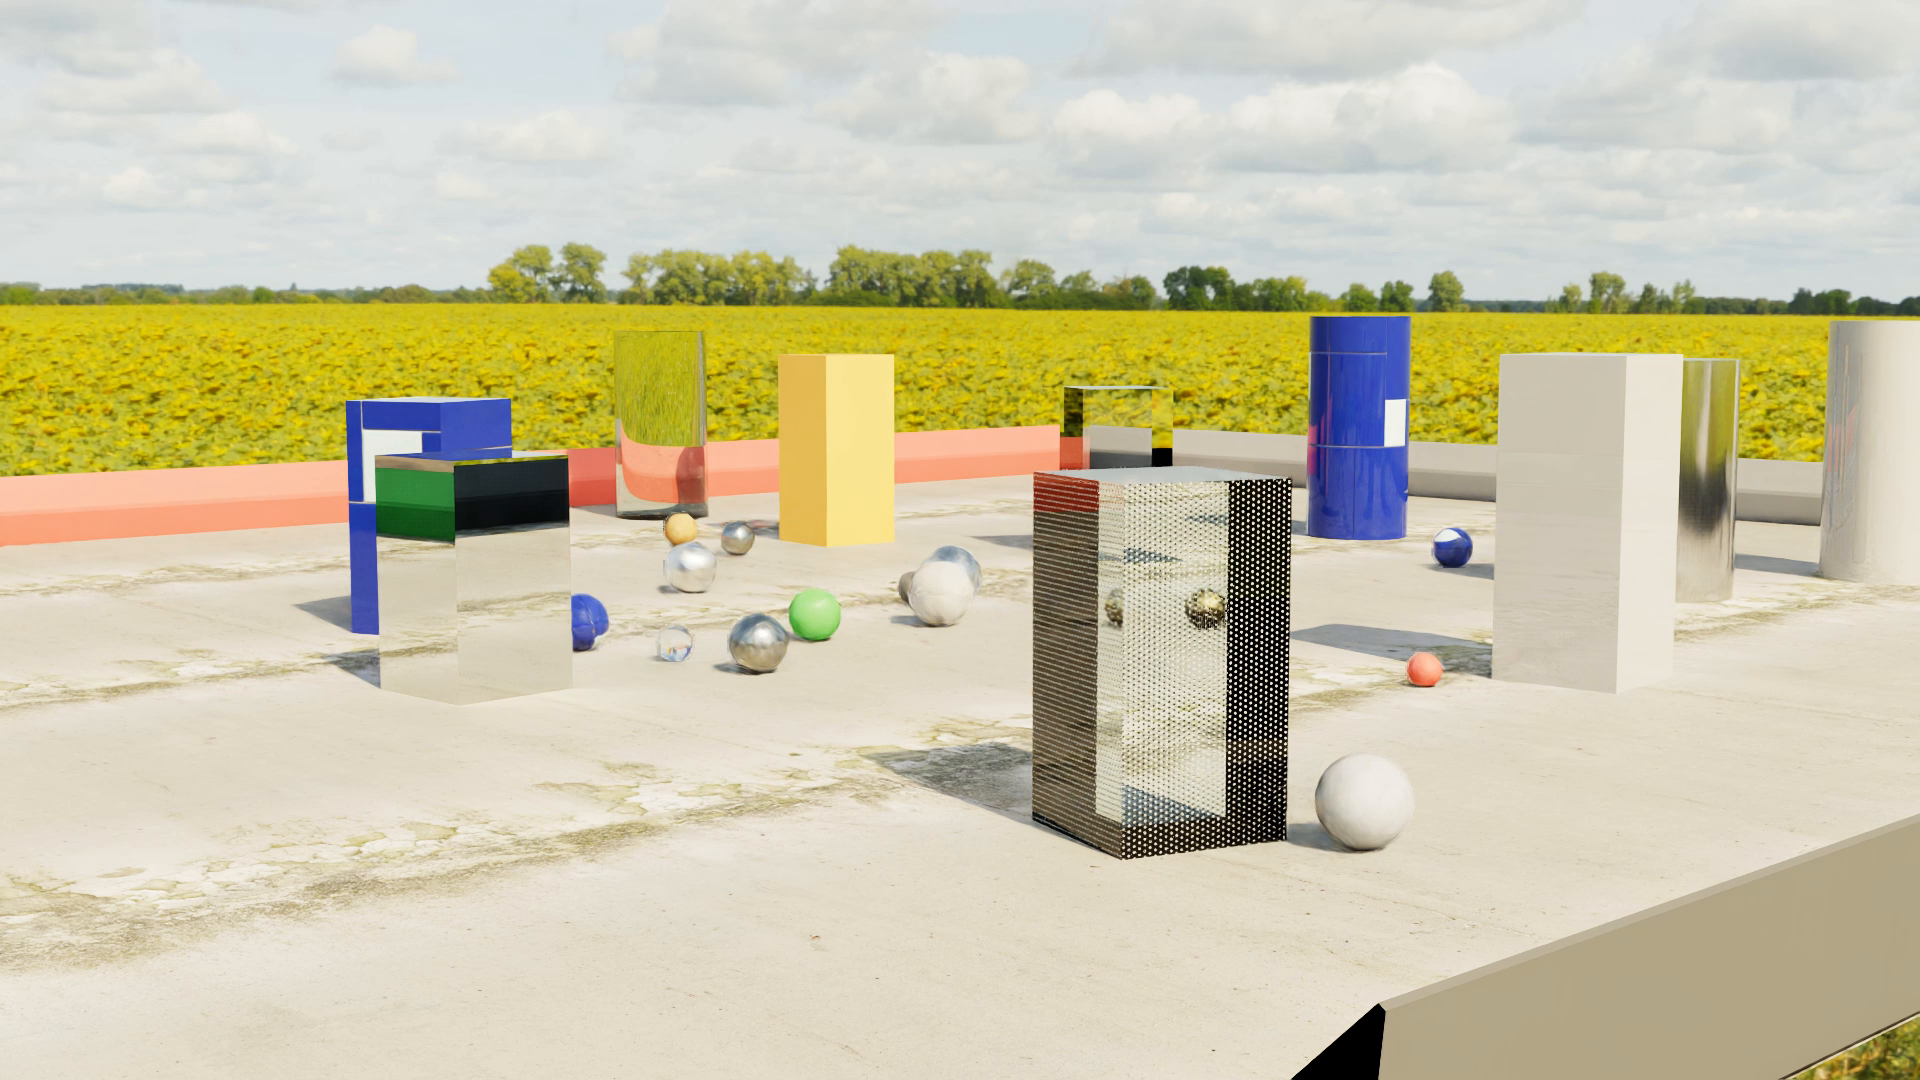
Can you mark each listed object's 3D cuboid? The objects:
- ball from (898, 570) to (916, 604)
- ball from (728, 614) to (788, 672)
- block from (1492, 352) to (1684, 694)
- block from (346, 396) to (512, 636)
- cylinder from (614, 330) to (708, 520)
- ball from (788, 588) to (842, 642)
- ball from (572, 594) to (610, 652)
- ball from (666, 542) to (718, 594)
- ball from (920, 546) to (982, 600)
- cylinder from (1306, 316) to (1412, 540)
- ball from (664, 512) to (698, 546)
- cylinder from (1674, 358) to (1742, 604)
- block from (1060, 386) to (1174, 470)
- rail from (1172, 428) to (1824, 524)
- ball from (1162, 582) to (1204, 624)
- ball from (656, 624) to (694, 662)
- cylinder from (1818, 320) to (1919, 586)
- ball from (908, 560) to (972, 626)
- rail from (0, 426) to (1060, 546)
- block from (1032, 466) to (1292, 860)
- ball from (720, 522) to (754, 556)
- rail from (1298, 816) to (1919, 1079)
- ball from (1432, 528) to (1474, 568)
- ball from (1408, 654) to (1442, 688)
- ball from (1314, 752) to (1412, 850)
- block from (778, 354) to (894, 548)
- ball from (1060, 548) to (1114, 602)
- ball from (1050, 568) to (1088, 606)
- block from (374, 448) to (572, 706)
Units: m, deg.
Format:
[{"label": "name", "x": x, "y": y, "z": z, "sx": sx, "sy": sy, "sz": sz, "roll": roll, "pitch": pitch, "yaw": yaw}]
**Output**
[{"label": "ball", "x": -0.069, "y": 0.072, "z": 3.341, "sx": 0.052, "sy": 0.052, "sz": 0.052, "roll": 0, "pitch": 6, "yaw": 0}, {"label": "ball", "x": -0.249, "y": 0.127, "z": 2.714, "sx": 0.073, "sy": 0.073, "sz": 0.073, "roll": 0, "pitch": 6, "yaw": 0}, {"label": "block", "x": 0.757, "y": -0.027, "z": 2.657, "sx": 0.159, "sy": 0.393, "sz": 0.159, "roll": 5, "pitch": 8, "yaw": 41}, {"label": "block", "x": -0.737, "y": -0.035, "z": 3.070, "sx": 0.159, "sy": 0.322, "sz": 0.159, "roll": 3, "pitch": 7, "yaw": 24}, {"label": "cylinder", "x": -0.647, "y": -0.251, "z": 4.761, "sx": 0.199, "sy": 0.401, "sz": 0.199, "roll": 0, "pitch": 6, "yaw": 0}, {"label": "ball", "x": -0.196, "y": 0.101, "z": 2.974, "sx": 0.072, "sy": 0.072, "sz": 0.072, "roll": 0, "pitch": 6, "yaw": 0}, {"label": "ball", "x": -0.498, "y": 0.108, "z": 2.887, "sx": 0.076, "sy": 0.076, "sz": 0.076, "roll": 0, "pitch": 6, "yaw": 0}, {"label": "ball", "x": -0.426, "y": 0.043, "z": 3.482, "sx": 0.082, "sy": 0.082, "sz": 0.082, "roll": 0, "pitch": 6, "yaw": 0}, {"label": "ball", "x": -0.014, "y": 0.056, "z": 3.294, "sx": 0.095, "sy": 0.095, "sz": 0.095, "roll": 0, "pitch": 6, "yaw": 0}, {"label": "cylinder", "x": 0.790, "y": -0.225, "z": 4.359, "sx": 0.199, "sy": 0.434, "sz": 0.199, "roll": 0, "pitch": 6, "yaw": 0}, {"label": "ball", "x": -0.530, "y": -0.020, "z": 4.175, "sx": 0.064, "sy": 0.064, "sz": 0.064, "roll": 0, "pitch": 6, "yaw": 0}, {"label": "cylinder", "x": 1.112, "y": -0.098, "z": 3.444, "sx": 0.199, "sy": 0.370, "sz": 0.199, "roll": 0, "pitch": 6, "yaw": 0}, {"label": "block", "x": 0.283, "y": -0.125, "z": 4.013, "sx": 0.159, "sy": 0.306, "sz": 0.159, "roll": -2, "pitch": 6, "yaw": -17}, {"label": "rail", "x": 1.575, "y": -0.117, "z": 4.777, "sx": 0.045, "sy": 0.129, "sz": 3.699, "roll": -5, "pitch": 8, "yaw": -42}, {"label": "ball", "x": 0.318, "y": 0.090, "z": 3.139, "sx": 0.059, "sy": 0.059, "sz": 0.059, "roll": 0, "pitch": 6, "yaw": 0}, {"label": "ball", "x": -0.363, "y": 0.132, "z": 2.796, "sx": 0.048, "sy": 0.048, "sz": 0.048, "roll": 0, "pitch": 6, "yaw": 0}, {"label": "cylinder", "x": 1.544, "y": -0.150, "z": 3.660, "sx": 0.199, "sy": 0.428, "sz": 0.199, "roll": 0, "pitch": 6, "yaw": 0}, {"label": "ball", "x": -0.028, "y": 0.076, "z": 3.119, "sx": 0.093, "sy": 0.093, "sz": 0.093, "roll": 0, "pitch": 6, "yaw": 0}, {"label": "rail", "x": -1.238, "y": -0.105, "z": 4.666, "sx": 4.333, "sy": 0.129, "sz": 0.045, "roll": -5, "pitch": 8, "yaw": -42}, {"label": "block", "x": 0.169, "y": 0.097, "z": 1.877, "sx": 0.159, "sy": 0.306, "sz": 0.159, "roll": -3, "pitch": 7, "yaw": -25}, {"label": "ball", "x": -0.406, "y": -0.002, "z": 4.008, "sx": 0.063, "sy": 0.063, "sz": 0.063, "roll": 0, "pitch": 6, "yaw": 0}, {"label": "rail", "x": 1.238, "y": 0.173, "z": 1.997, "sx": 4.333, "sy": 0.129, "sz": 0.045, "roll": -5, "pitch": 8, "yaw": -42}, {"label": "ball", "x": 0.857, "y": 0.013, "z": 3.823, "sx": 0.071, "sy": 0.071, "sz": 0.071, "roll": 0, "pitch": 6, "yaw": 0}, {"label": "ball", "x": 0.552, "y": 0.154, "z": 2.612, "sx": 0.040, "sy": 0.040, "sz": 0.040, "roll": 0, "pitch": 6, "yaw": 0}, {"label": "ball", "x": 0.334, "y": 0.217, "z": 1.824, "sx": 0.080, "sy": 0.080, "sz": 0.080, "roll": 0, "pitch": 6, "yaw": 0}, {"label": "block", "x": -0.239, "y": -0.177, "z": 4.251, "sx": 0.159, "sy": 0.361, "sz": 0.159, "roll": -5, "pitch": 8, "yaw": -39}, {"label": "ball", "x": 0.195, "y": 0.053, "z": 3.384, "sx": 0.082, "sy": 0.082, "sz": 0.082, "roll": 0, "pitch": 6, "yaw": 0}, {"label": "ball", "x": 0.165, "y": 0.072, "z": 3.325, "sx": 0.057, "sy": 0.057, "sz": 0.057, "roll": 0, "pitch": 6, "yaw": 0}, {"label": "block", "x": -0.571, "y": 0.038, "z": 2.585, "sx": 0.159, "sy": 0.277, "sz": 0.159, "roll": 5, "pitch": 8, "yaw": 42}]
